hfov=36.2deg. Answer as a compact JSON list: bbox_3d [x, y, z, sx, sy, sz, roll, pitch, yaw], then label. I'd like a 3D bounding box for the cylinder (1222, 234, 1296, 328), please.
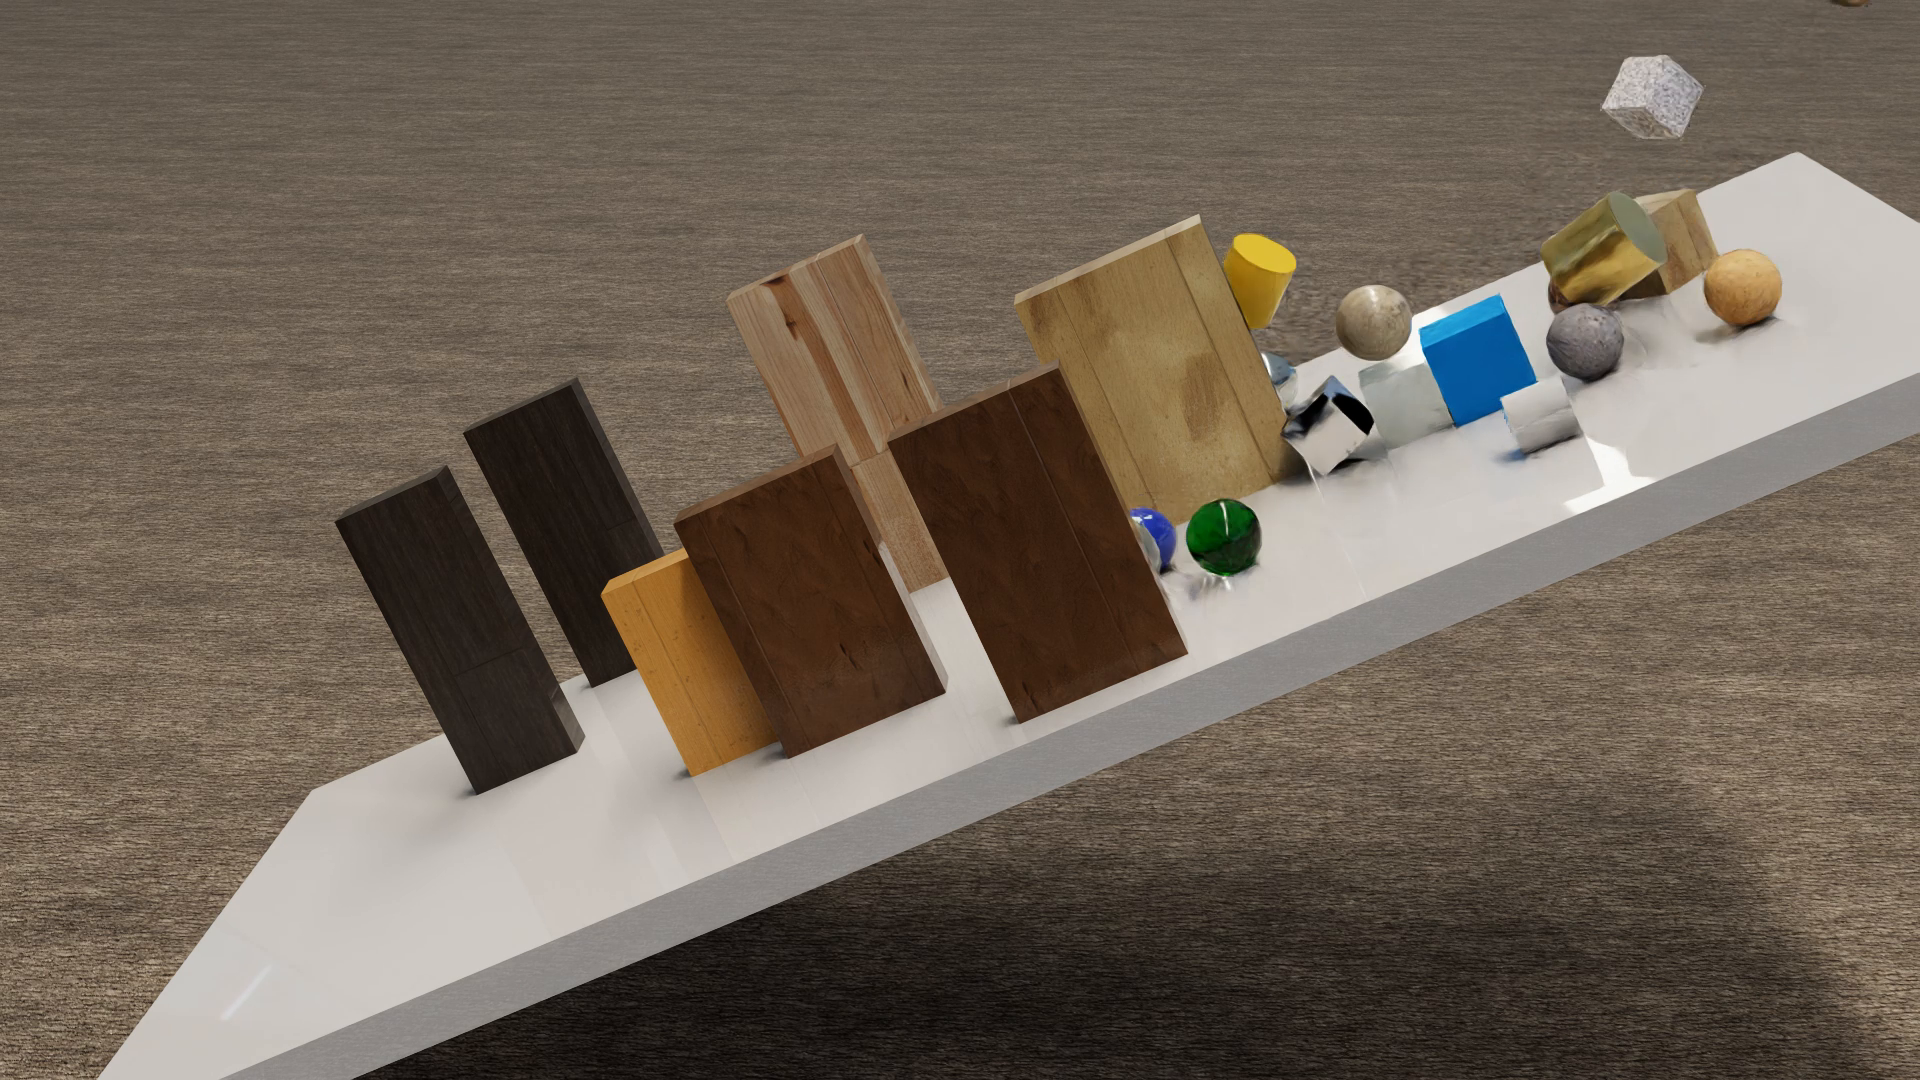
[{"bbox_3d":[0.625,-0.554,6.296,0.146,0.146,0.146,16,33,-11],"label":"cylinder"}]

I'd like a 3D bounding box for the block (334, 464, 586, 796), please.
[{"bbox_3d":[-1.131,0.207,6.680,0.258,0.707,0.114,-23,13,9],"label":"block"}]

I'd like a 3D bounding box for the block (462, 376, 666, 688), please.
[{"bbox_3d":[-0.914,-0.015,7.166,0.292,0.703,0.091,-23,13,9],"label":"block"}]

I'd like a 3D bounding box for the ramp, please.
[{"bbox_3d":[0.133,0.170,6.283,4.000,0.100,2.000,-23,13,9],"label":"ramp"}]

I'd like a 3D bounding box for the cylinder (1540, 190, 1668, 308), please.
[{"bbox_3d":[1.298,-0.580,5.930,0.178,0.178,0.178,-38,-8,33],"label":"cylinder"}]

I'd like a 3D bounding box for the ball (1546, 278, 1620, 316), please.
[{"bbox_3d":[1.324,-0.524,6.246,0.153,0.153,0.153,0,15,0],"label":"ball"}]

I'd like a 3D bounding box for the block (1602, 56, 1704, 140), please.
[{"bbox_3d":[1.428,-0.911,6.061,0.122,0.122,0.122,32,-10,-29],"label":"block"}]

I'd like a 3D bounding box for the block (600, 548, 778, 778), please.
[{"bbox_3d":[-0.497,0.226,6.051,0.312,0.428,0.113,-23,13,9],"label":"block"}]

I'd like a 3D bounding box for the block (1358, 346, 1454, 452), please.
[{"bbox_3d":[0.924,-0.295,6.094,0.147,0.147,0.147,-22,13,13],"label":"block"}]

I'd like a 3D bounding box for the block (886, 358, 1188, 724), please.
[{"bbox_3d":[0.145,0.005,5.377,0.338,0.584,0.087,-23,13,9],"label":"block"}]

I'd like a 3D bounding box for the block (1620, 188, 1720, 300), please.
[{"bbox_3d":[1.491,-0.635,6.332,0.171,0.171,0.171,-31,14,-26],"label":"block"}]

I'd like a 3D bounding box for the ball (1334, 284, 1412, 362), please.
[{"bbox_3d":[0.830,-0.436,5.899,0.154,0.154,0.154,0,15,0],"label":"ball"}]

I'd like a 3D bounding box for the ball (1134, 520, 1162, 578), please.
[{"bbox_3d":[0.300,0.047,5.797,0.195,0.195,0.195,0,15,0],"label":"ball"}]

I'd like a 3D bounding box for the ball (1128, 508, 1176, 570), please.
[{"bbox_3d":[0.368,0.005,5.956,0.142,0.142,0.142,0,15,0],"label":"ball"}]

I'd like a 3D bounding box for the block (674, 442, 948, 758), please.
[{"bbox_3d":[-0.293,0.122,5.846,0.347,0.531,0.104,-23,13,9],"label":"block"}]

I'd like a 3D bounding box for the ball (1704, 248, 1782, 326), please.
[{"bbox_3d":[1.531,-0.495,5.752,0.149,0.149,0.149,0,15,0],"label":"ball"}]

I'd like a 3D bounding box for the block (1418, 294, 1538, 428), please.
[{"bbox_3d":[1.065,-0.370,6.042,0.181,0.181,0.181,-24,13,13],"label":"block"}]

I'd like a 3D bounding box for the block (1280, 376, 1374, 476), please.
[{"bbox_3d":[0.765,-0.238,6.114,0.129,0.129,0.129,43,26,-3],"label":"block"}]

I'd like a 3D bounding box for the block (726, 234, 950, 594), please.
[{"bbox_3d":[-0.208,-0.265,6.666,0.330,0.781,0.115,-23,13,9],"label":"block"}]

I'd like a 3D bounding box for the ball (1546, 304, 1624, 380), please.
[{"bbox_3d":[1.251,-0.398,5.885,0.151,0.151,0.151,0,15,0],"label":"ball"}]

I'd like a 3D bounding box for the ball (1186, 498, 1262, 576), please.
[{"bbox_3d":[0.513,-0.006,5.711,0.149,0.149,0.149,0,15,0],"label":"ball"}]

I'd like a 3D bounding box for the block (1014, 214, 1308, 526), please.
[{"bbox_3d":[0.426,-0.335,6.222,0.424,0.574,0.118,-23,13,9],"label":"block"}]

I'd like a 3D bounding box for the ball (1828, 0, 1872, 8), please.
[{"bbox_3d":[1.683,-1.082,5.554,0.150,0.150,0.150,0,15,0],"label":"ball"}]

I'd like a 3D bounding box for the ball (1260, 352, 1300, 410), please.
[{"bbox_3d":[0.703,-0.355,6.742,0.148,0.148,0.148,0,15,0],"label":"ball"}]
